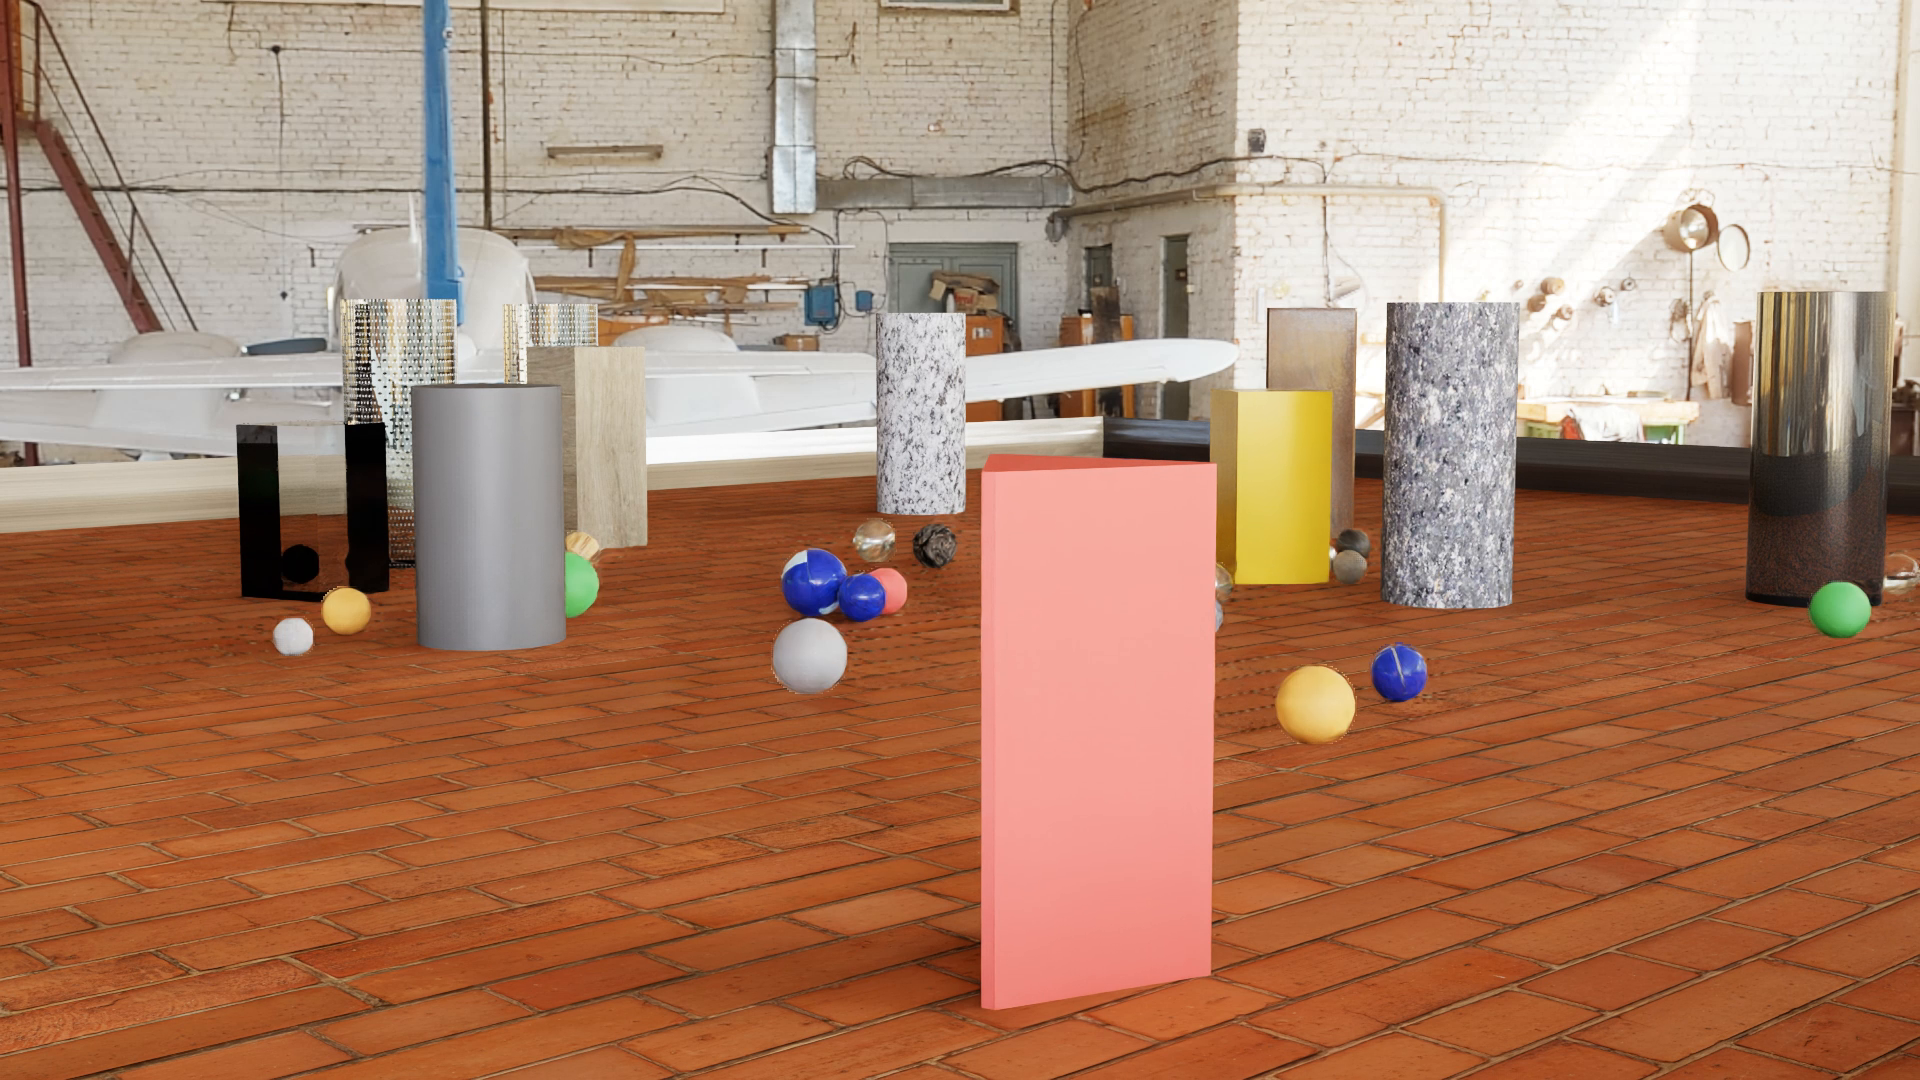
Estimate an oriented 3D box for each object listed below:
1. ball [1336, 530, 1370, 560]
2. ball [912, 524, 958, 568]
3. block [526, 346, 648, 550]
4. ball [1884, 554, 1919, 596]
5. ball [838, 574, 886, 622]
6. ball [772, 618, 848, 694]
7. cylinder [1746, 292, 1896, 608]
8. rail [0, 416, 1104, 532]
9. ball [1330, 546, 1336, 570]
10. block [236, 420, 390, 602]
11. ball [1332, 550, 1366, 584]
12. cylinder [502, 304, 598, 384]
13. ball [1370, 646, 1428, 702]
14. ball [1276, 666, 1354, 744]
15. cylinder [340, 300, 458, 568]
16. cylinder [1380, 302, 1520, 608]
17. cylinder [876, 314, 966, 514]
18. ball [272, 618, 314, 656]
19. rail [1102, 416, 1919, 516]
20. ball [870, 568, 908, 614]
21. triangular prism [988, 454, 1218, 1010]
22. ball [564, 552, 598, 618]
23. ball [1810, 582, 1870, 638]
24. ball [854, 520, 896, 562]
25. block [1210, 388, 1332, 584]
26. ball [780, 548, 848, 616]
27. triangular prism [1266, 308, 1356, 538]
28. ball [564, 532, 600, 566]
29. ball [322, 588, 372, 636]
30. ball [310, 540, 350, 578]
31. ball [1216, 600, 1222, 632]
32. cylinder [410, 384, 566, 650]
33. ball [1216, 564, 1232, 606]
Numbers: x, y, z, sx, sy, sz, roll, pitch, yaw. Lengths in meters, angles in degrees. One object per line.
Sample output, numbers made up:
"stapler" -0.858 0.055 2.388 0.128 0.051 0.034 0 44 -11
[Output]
"ball" 0.693 0.012 3.878 0.061 0.061 0.061 0 6 0
"ball" -0.044 0.010 3.814 0.077 0.077 0.077 0 6 0
"block" -0.708 -0.178 4.173 0.159 0.377 0.159 -6 8 -44
"ball" 1.448 0.054 3.394 0.064 0.064 0.064 0 6 0
"ball" -0.140 0.083 3.153 0.070 0.070 0.070 0 6 0
"ball" -0.175 0.135 2.564 0.088 0.088 0.088 0 6 0
"cylinder" 1.317 -0.142 3.370 0.198 0.473 0.198 0 6 0
"rail" -1.409 -0.125 4.850 5.039 0.129 0.045 -5 8 -42
"ball" 0.613 0.031 3.732 0.053 0.053 0.053 0 6 0
"block" -1.016 -0.049 3.459 0.159 0.269 0.159 3 7 26
"ball" 0.636 0.045 3.589 0.056 0.056 0.056 0 6 0
"cylinder" -0.865 -0.270 4.666 0.198 0.458 0.198 0 6 0
"ball" 0.501 0.152 2.511 0.065 0.065 0.065 0 6 0
"ball" 0.366 0.170 2.264 0.081 0.081 0.081 0 6 0
"cylinder" -0.985 -0.191 3.883 0.198 0.464 0.198 0 6 0
"cylinder" 0.750 -0.134 3.370 0.198 0.457 0.198 0 6 0
"cylinder" -0.087 -0.284 4.887 0.198 0.439 0.198 0 6 0
"ball" -0.862 0.125 2.841 0.051 0.051 0.051 0 6 0
"rail" 1.834 -0.142 5.015 0.045 0.129 4.203 -5 8 -42
"ball" -0.111 0.075 3.215 0.069 0.069 0.069 0 6 0
"triangular prism" 0.059 0.118 1.493 0.172 0.344 0.149 -3 7 -27
"ball" -0.573 0.065 3.195 0.096 0.096 0.096 0 6 0
"ball" 1.200 0.095 2.999 0.078 0.078 0.078 0 6 0
"ball" -0.151 0.003 3.896 0.075 0.075 0.075 0 6 0
"block" 0.514 -0.092 3.658 0.159 0.314 0.159 -1 6 -10
"ball" -0.212 0.062 3.210 0.099 0.099 0.099 0 6 0
"triangular prism" 0.696 -0.237 4.381 0.172 0.451 0.149 1 6 8
"ball" -0.648 0.021 3.742 0.070 0.070 0.070 0 6 0
"ball" -0.845 0.098 3.028 0.065 0.065 0.065 0 6 0
"ball" -1.049 0.033 3.665 0.063 0.063 0.063 0 6 0
"ball" 0.322 0.103 2.977 0.067 0.067 0.067 0 6 0
"cylinder" -0.635 -0.036 2.969 0.198 0.344 0.198 0 6 0
"ball" 0.375 0.068 3.300 0.069 0.069 0.069 0 6 0
